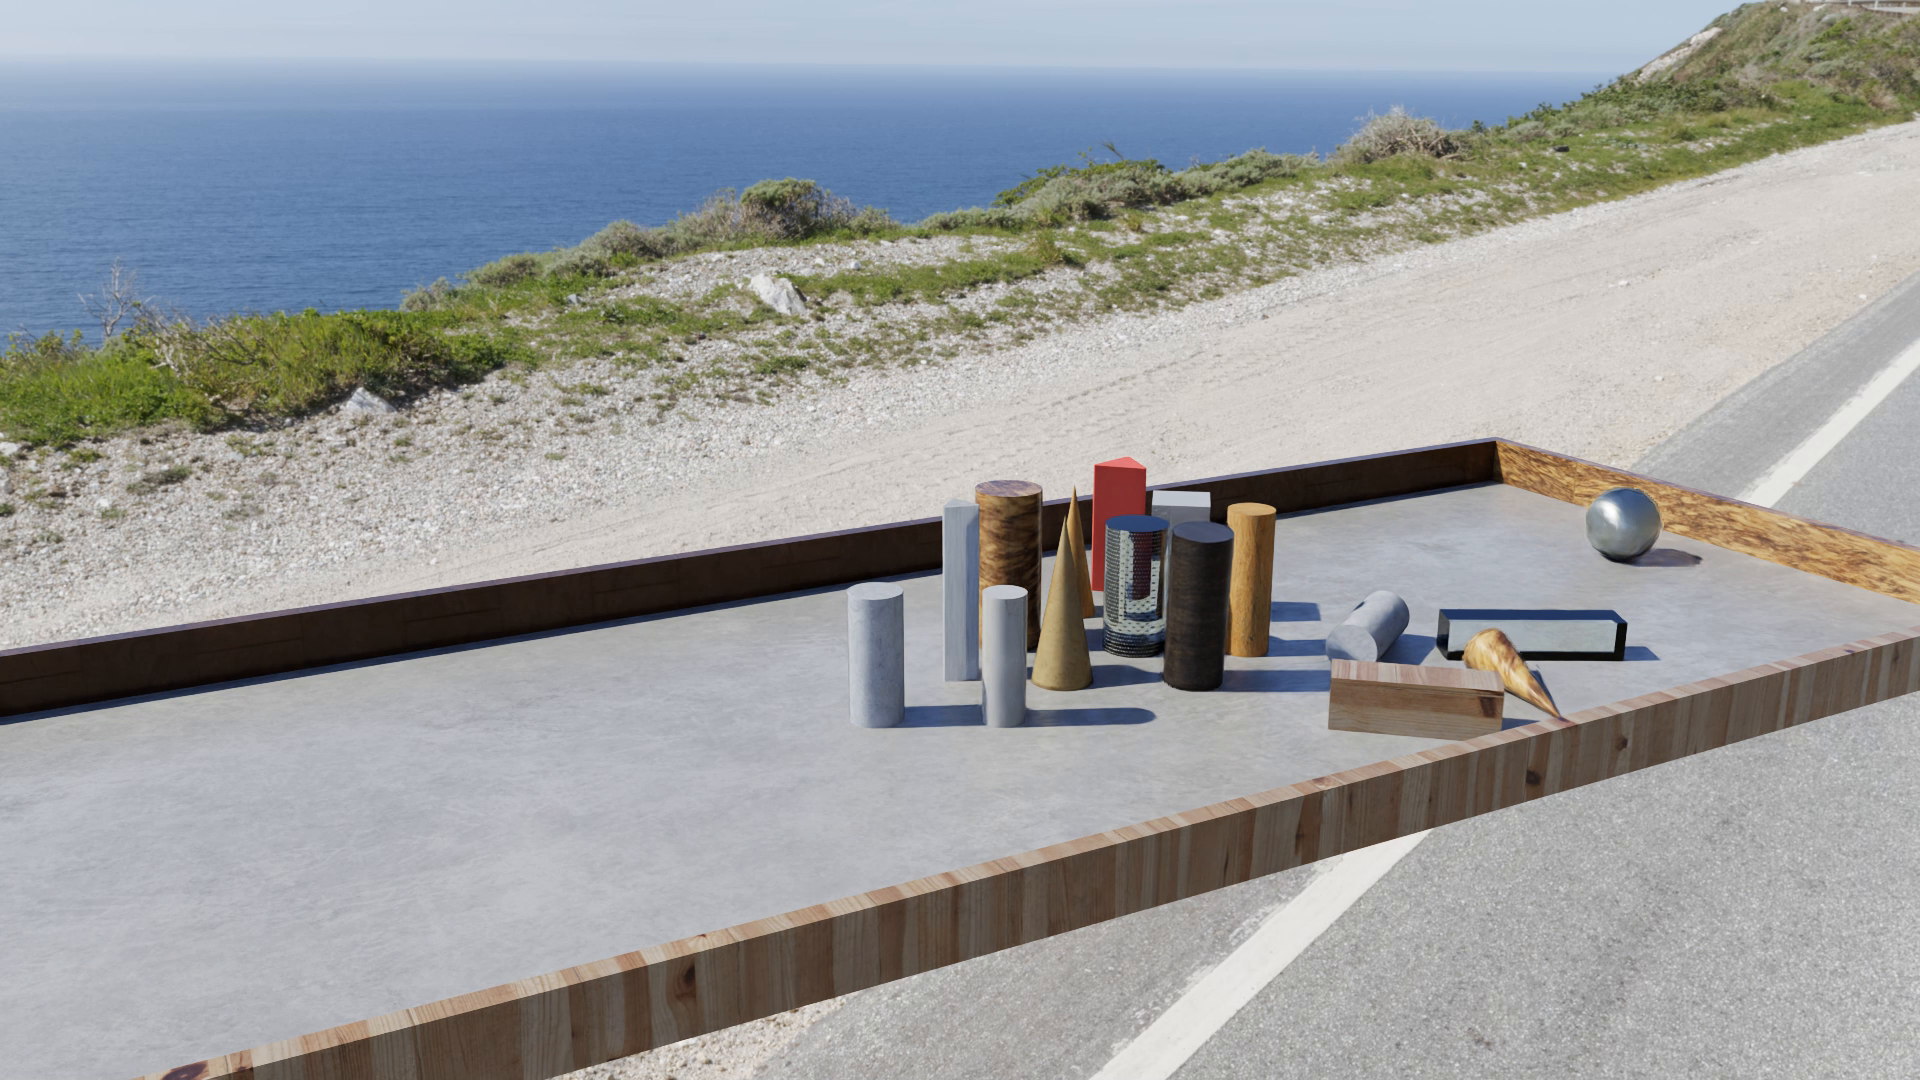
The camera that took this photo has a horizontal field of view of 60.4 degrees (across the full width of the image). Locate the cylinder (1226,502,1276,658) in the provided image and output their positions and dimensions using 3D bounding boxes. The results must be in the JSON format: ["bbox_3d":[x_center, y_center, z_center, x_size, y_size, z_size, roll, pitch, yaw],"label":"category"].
[{"bbox_3d":[0.754,0.105,4.314,0.124,0.386,0.124,0,16,0],"label":"cylinder"}]

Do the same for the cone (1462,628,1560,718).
[{"bbox_3d":[1.379,0.355,4.038,0.126,0.126,0.340,-5,28,-16],"label":"cone"}]

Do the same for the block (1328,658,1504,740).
[{"bbox_3d":[1.060,0.375,3.851,0.384,0.129,0.129,4,17,12],"label":"block"}]

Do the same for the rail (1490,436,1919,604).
[{"bbox_3d":[2.466,-0.048,5.253,0.050,0.150,2.100,-9,18,-27],"label":"rail"}]

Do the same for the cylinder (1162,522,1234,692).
[{"bbox_3d":[0.588,0.164,4.077,0.150,0.395,0.150,1,21,0],"label":"cylinder"}]

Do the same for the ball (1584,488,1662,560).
[{"bbox_3d":[2.062,-0.050,5.132,0.221,0.221,0.221,0,16,0],"label":"ball"}]

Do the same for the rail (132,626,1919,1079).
[{"bbox_3d":[-2.336,1.006,1.665,12.000,0.150,0.050,-9,18,-27],"label":"rail"}]

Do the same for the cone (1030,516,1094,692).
[{"bbox_3d":[0.257,0.145,4.095,0.159,0.433,0.159,0,16,0],"label":"cone"}]

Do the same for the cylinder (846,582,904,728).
[{"bbox_3d":[-0.197,0.270,3.872,0.131,0.318,0.131,0,16,0],"label":"cylinder"}]

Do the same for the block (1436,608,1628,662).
[{"bbox_3d":[1.495,0.249,4.321,0.456,0.105,0.105,0,16,1],"label":"block"}]

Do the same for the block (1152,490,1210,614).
[{"bbox_3d":[0.611,0.046,4.602,0.157,0.335,0.157,2,17,7],"label":"block"}]

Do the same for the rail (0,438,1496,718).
[{"bbox_3d":[-3.305,0.497,3.399,12.000,0.150,0.050,-9,18,-27],"label":"rail"}]

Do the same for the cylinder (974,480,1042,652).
[{"bbox_3d":[0.127,0.069,4.363,0.178,0.427,0.178,0,16,0],"label":"cylinder"}]

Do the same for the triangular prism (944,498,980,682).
[{"bbox_3d":[-0.006,0.124,4.127,0.091,0.454,0.079,-4,17,-14],"label":"triangular prism"}]

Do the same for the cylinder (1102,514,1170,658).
[{"bbox_3d":[0.461,0.121,4.337,0.166,0.342,0.166,0,16,0],"label":"cylinder"}]

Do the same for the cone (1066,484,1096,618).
[{"bbox_3d":[0.317,0.023,4.609,0.130,0.377,0.130,0,16,0],"label":"cone"}]

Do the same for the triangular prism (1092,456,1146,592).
[{"bbox_3d":[0.476,-0.046,4.839,0.150,0.379,0.130,5,17,16],"label":"triangular prism"}]

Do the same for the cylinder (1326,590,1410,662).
[{"bbox_3d":[1.067,0.239,4.305,0.133,0.133,0.315,9,19,28],"label":"cylinder"}]

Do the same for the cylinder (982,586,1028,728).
[{"bbox_3d":[0.104,0.273,3.862,0.105,0.318,0.105,0,16,0],"label":"cylinder"}]
